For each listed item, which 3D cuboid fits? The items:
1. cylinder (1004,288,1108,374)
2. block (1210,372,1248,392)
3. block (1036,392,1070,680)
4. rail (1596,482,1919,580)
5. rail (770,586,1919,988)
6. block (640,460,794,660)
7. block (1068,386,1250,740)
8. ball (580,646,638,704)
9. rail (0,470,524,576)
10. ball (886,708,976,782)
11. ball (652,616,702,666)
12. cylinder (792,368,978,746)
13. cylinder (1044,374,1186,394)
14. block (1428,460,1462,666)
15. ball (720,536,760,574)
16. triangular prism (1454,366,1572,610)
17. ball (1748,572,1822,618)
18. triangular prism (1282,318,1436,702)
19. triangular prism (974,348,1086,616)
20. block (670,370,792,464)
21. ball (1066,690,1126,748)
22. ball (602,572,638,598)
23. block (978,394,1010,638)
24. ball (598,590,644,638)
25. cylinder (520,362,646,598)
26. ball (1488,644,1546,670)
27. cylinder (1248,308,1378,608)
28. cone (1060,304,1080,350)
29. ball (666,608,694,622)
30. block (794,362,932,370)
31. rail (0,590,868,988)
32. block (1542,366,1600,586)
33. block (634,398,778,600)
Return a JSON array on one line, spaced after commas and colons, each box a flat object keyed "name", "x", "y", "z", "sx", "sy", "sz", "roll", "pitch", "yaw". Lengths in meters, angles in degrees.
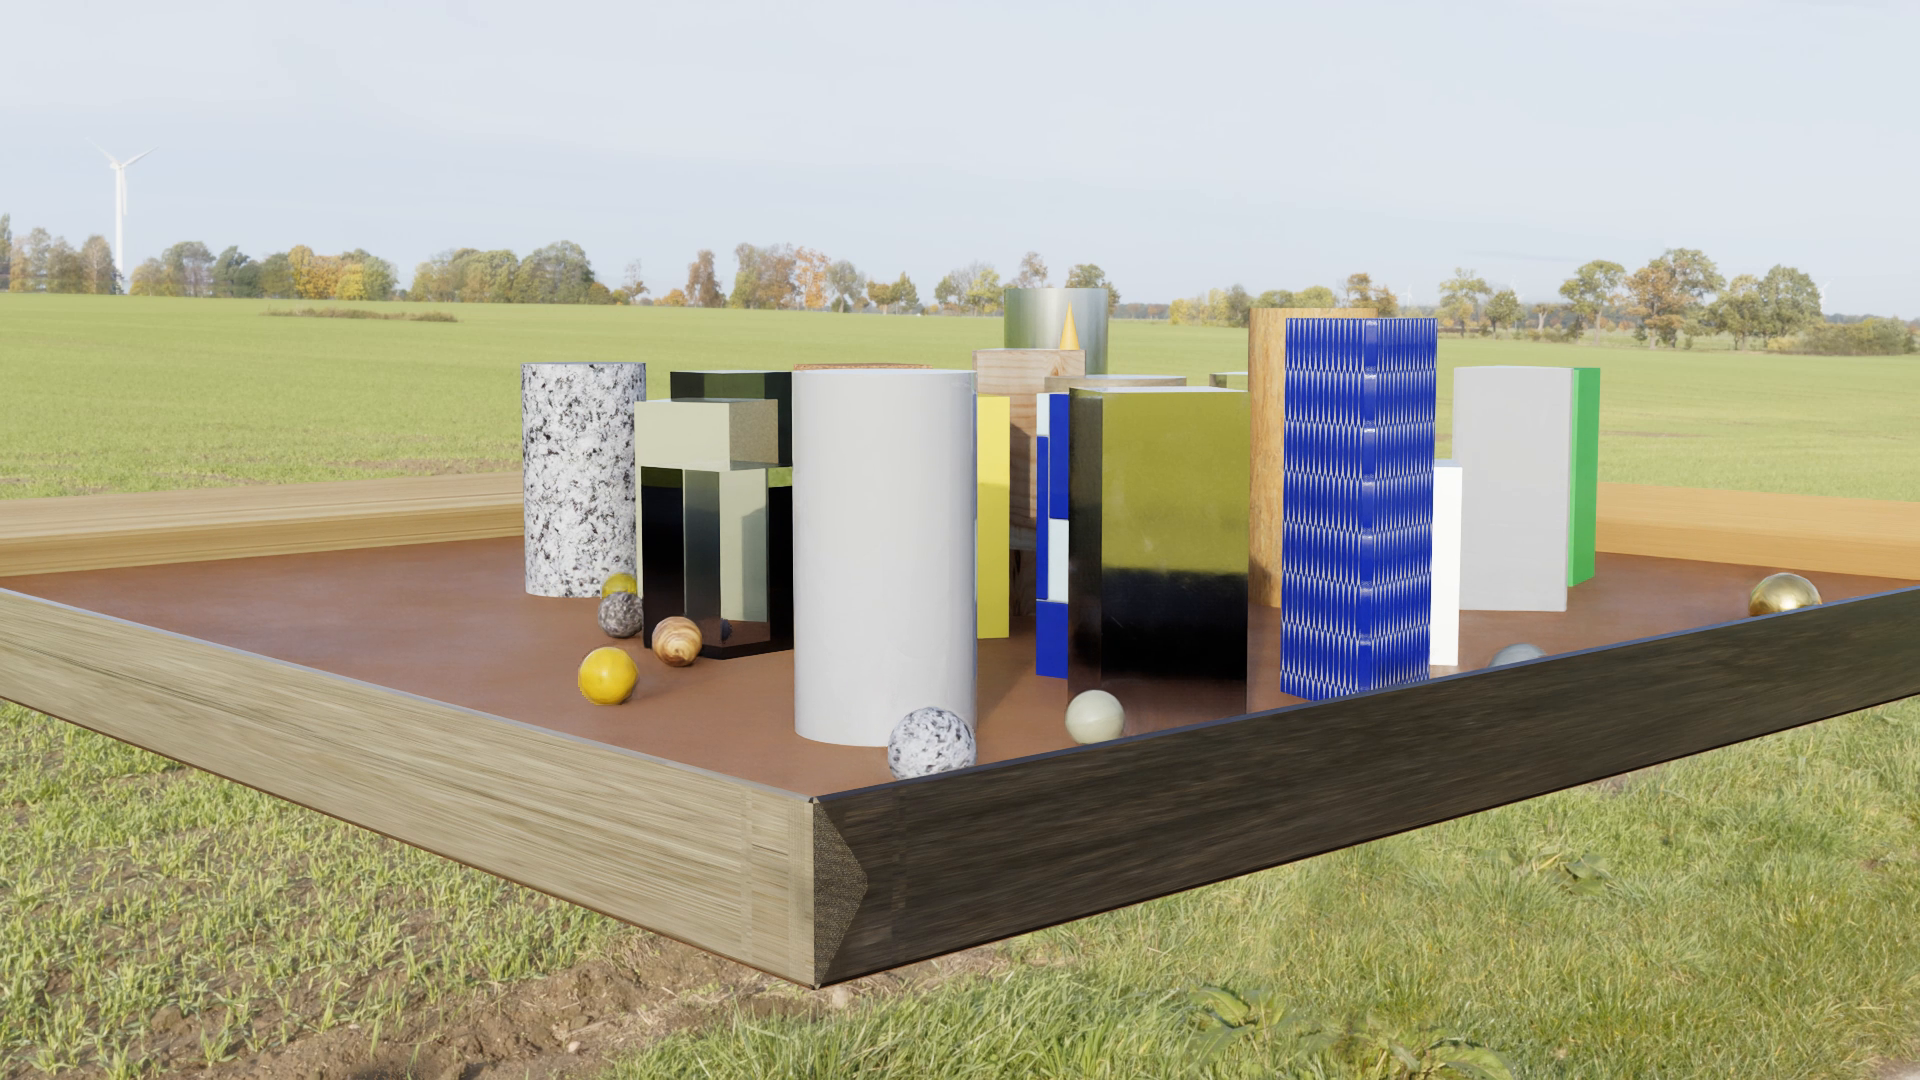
[{"name": "cylinder", "x": 0.180, "y": -0.229, "z": 4.128, "sx": 0.195, "sy": 0.483, "sz": 0.195, "roll": 0, "pitch": 6, "yaw": 0}, {"name": "block", "x": 0.527, "y": -0.120, "z": 3.796, "sx": 0.156, "sy": 0.335, "sz": 0.156, "roll": 3, "pitch": 7, "yaw": 24}, {"name": "block", "x": 0.203, "y": -0.007, "z": 2.681, "sx": 0.156, "sy": 0.344, "sz": 0.156, "roll": 5, "pitch": 8, "yaw": 40}, {"name": "rail", "x": 0.985, "y": -0.062, "z": 4.236, "sx": 0.045, "sy": 0.127, "sz": 2.674, "roll": -5, "pitch": 8, "yaw": -42}, {"name": "rail", "x": 0.891, "y": 0.134, "z": 2.372, "sx": 2.727, "sy": 0.127, "sz": 0.045, "roll": -5, "pitch": 8, "yaw": -42}, {"name": "block", "x": -0.308, "y": 0.022, "z": 2.899, "sx": 0.156, "sy": 0.241, "sz": 0.156, "roll": 5, "pitch": 8, "yaw": 42}, {"name": "block", "x": 0.208, "y": 0.020, "z": 2.339, "sx": 0.156, "sy": 0.361, "sz": 0.156, "roll": -1, "pitch": 6, "yaw": -10}, {"name": "ball", "x": -0.397, "y": 0.153, "z": 2.486, "sx": 0.066, "sy": 0.066, "sz": 0.066, "roll": 0, "pitch": 6, "yaw": 0}, {"name": "rail", "x": -0.891, "y": -0.068, "z": 4.292, "sx": 2.727, "sy": 0.127, "sz": 0.045, "roll": -5, "pitch": 8, "yaw": -42}, {"name": "ball", "x": -0.026, "y": 0.194, "z": 2.014, "sx": 0.082, "sy": 0.082, "sz": 0.082, "roll": 0, "pitch": 6, "yaw": 0}, {"name": "ball", "x": -0.354, "y": 0.127, "z": 2.750, "sx": 0.063, "sy": 0.063, "sz": 0.063, "roll": 0, "pitch": 6, "yaw": 0}, {"name": "cylinder", "x": -0.079, "y": 0.012, "z": 2.325, "sx": 0.195, "sy": 0.380, "sz": 0.195, "roll": 0, "pitch": 6, "yaw": 0}, {"name": "cylinder", "x": 0.213, "y": -0.049, "z": 3.035, "sx": 0.195, "sy": 0.353, "sz": 0.195, "roll": 0, "pitch": 6, "yaw": 0}, {"name": "block", "x": 0.562, "y": 0.024, "z": 2.840, "sx": 0.156, "sy": 0.249, "sz": 0.156, "roll": 1, "pitch": 6, "yaw": 10}, {"name": "ball", "x": -0.371, "y": 0.025, "z": 3.703, "sx": 0.067, "sy": 0.067, "sz": 0.067, "roll": 0, "pitch": 6, "yaw": 0}, {"name": "triangular prism", "x": 0.823, "y": -0.082, "z": 3.323, "sx": 0.169, "sy": 0.359, "sz": 0.146, "roll": 1, "pitch": 6, "yaw": 7}, {"name": "ball", "x": 1.108, "y": 0.091, "z": 2.952, "sx": 0.093, "sy": 0.093, "sz": 0.093, "roll": 0, "pitch": 6, "yaw": 0}, {"name": "triangular prism", "x": 0.436, "y": -0.035, "z": 2.512, "sx": 0.146, "sy": 0.435, "sz": 0.169, "roll": 4, "pitch": 7, "yaw": 36}, {"name": "triangular prism", "x": 0.084, "y": -0.090, "z": 3.266, "sx": 0.169, "sy": 0.386, "sz": 0.146, "roll": -2, "pitch": 6, "yaw": -14}, {"name": "block", "x": -0.396, "y": -0.126, "z": 3.851, "sx": 0.156, "sy": 0.337, "sz": 0.156, "roll": -5, "pitch": 8, "yaw": -41}, {"name": "ball", "x": 0.137, "y": 0.182, "z": 2.231, "sx": 0.061, "sy": 0.061, "sz": 0.061, "roll": 0, "pitch": 6, "yaw": 0}, {"name": "ball", "x": -0.504, "y": 0.076, "z": 3.269, "sx": 0.057, "sy": 0.057, "sz": 0.057, "roll": 0, "pitch": 6, "yaw": 0}, {"name": "block", "x": -0.030, "y": -0.036, "z": 3.035, "sx": 0.156, "sy": 0.327, "sz": 0.156, "roll": -2, "pitch": 6, "yaw": -16}, {"name": "ball", "x": -0.458, "y": 0.101, "z": 2.987, "sx": 0.064, "sy": 0.064, "sz": 0.064, "roll": 0, "pitch": 6, "yaw": 0}, {"name": "cylinder", "x": -0.595, "y": -0.100, "z": 3.493, "sx": 0.195, "sy": 0.360, "sz": 0.195, "roll": 0, "pitch": 6, "yaw": 0}, {"name": "ball", "x": 0.628, "y": 0.152, "z": 2.466, "sx": 0.072, "sy": 0.072, "sz": 0.072, "roll": 0, "pitch": 6, "yaw": 0}, {"name": "cylinder", "x": 0.536, "y": -0.129, "z": 3.354, "sx": 0.195, "sy": 0.446, "sz": 0.195, "roll": 0, "pitch": 6, "yaw": 0}, {"name": "cone", "x": 0.177, "y": -0.159, "z": 3.569, "sx": 0.195, "sy": 0.460, "sz": 0.195, "roll": 0, "pitch": 6, "yaw": 0}, {"name": "ball", "x": -0.382, "y": 0.113, "z": 2.987, "sx": 0.041, "sy": 0.041, "sz": 0.041, "roll": 0, "pitch": 6, "yaw": 0}, {"name": "block", "x": -0.147, "y": -0.084, "z": 3.326, "sx": 0.156, "sy": 0.362, "sz": 0.156, "roll": -3, "pitch": 7, "yaw": -29}, {"name": "rail", "x": -0.985, "y": 0.128, "z": 2.428, "sx": 0.045, "sy": 0.127, "sz": 2.674, "roll": -5, "pitch": 8, "yaw": -42}, {"name": "block", "x": 0.957, "y": -0.109, "z": 3.636, "sx": 0.156, "sy": 0.349, "sz": 0.156, "roll": 3, "pitch": 7, "yaw": 28}, {"name": "block", "x": -0.376, "y": -0.053, "z": 3.280, "sx": 0.156, "sy": 0.310, "sz": 0.156, "roll": 2, "pitch": 6, "yaw": 22}]
